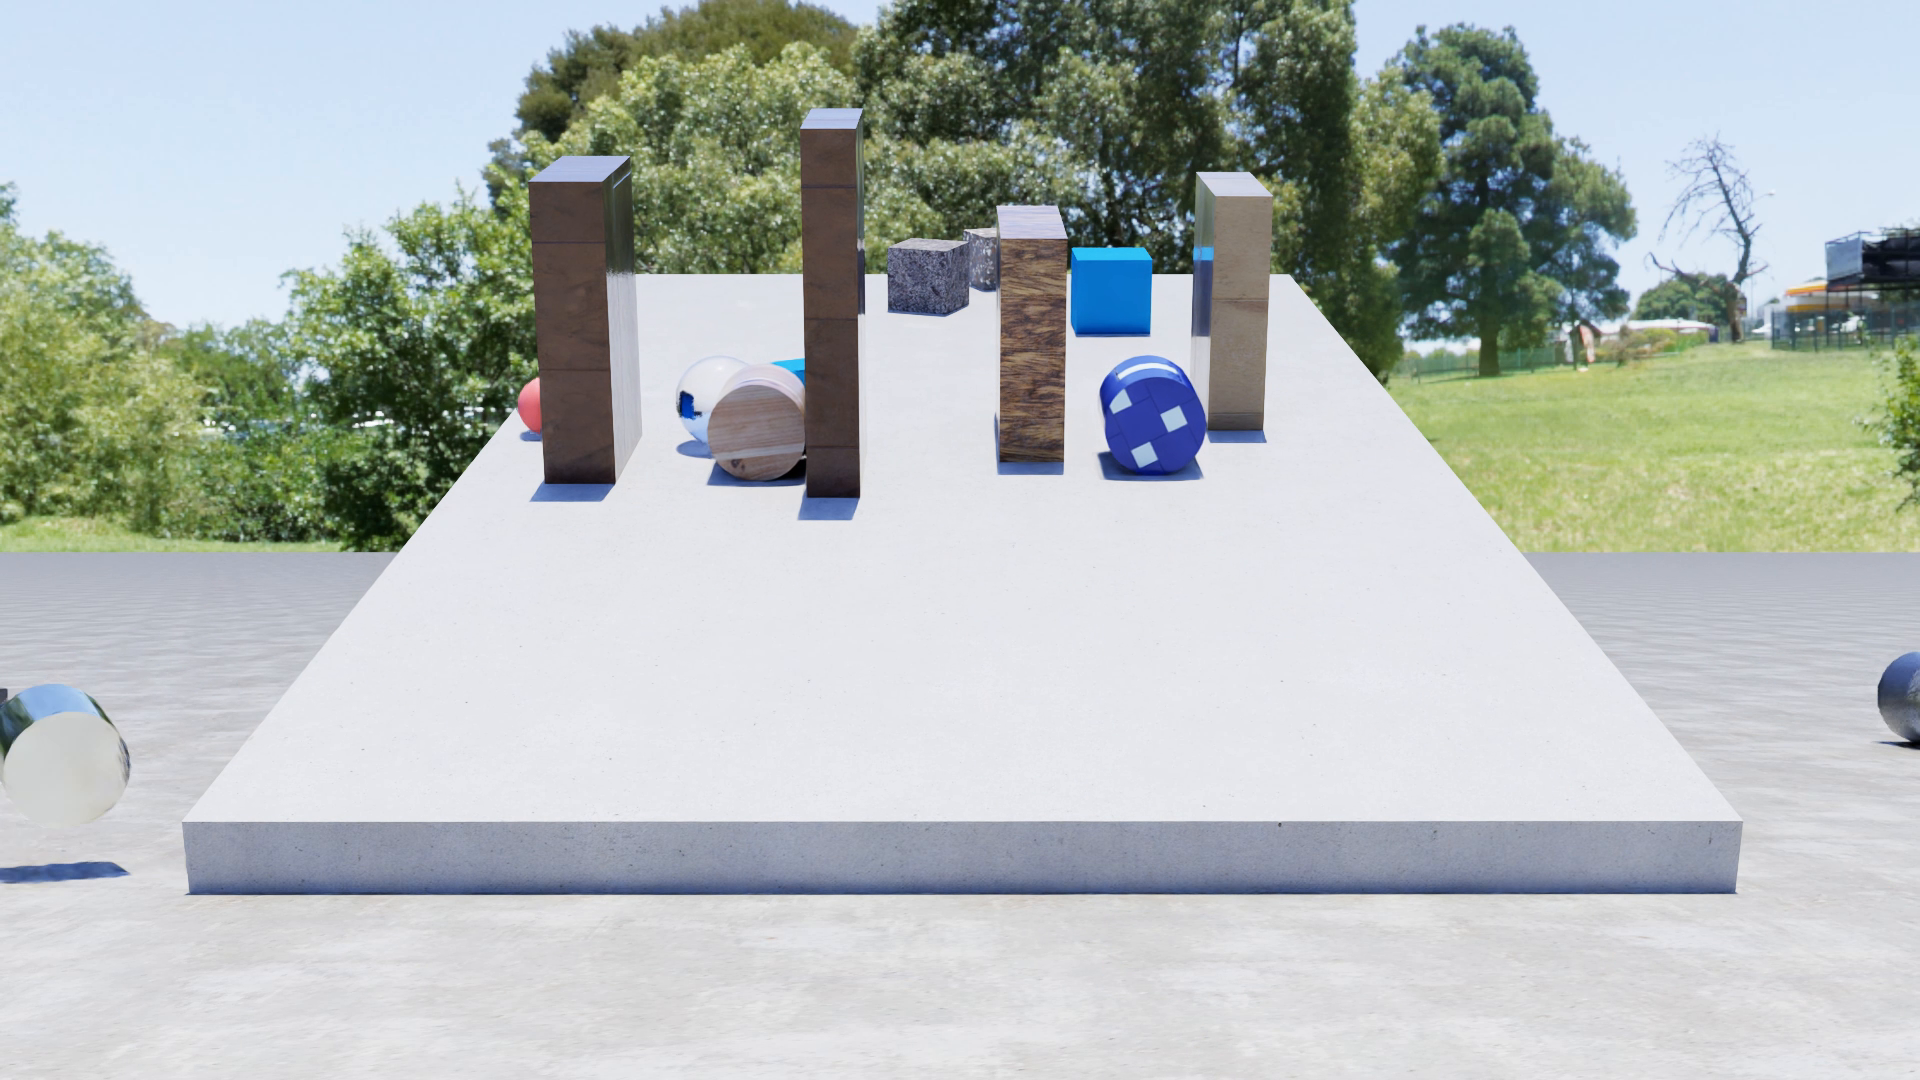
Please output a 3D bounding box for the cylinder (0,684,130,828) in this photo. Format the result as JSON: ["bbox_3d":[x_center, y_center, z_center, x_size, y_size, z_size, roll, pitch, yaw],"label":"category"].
[{"bbox_3d":[-1.233,0.293,3.034,0.160,0.160,0.160,0,10,-31],"label":"cylinder"}]

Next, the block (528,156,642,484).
[{"bbox_3d":[-0.753,-0.454,4.499,0.141,0.597,0.392,0,17,0],"label":"block"}]

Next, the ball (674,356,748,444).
[{"bbox_3d":[-0.503,-0.292,4.667,0.191,0.191,0.191,0,0,0],"label":"ball"}]

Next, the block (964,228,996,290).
[{"bbox_3d":[0.111,-0.824,6.489,0.154,0.154,0.154,-7,18,-23],"label":"block"}]

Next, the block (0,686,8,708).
[{"bbox_3d":[-2.292,0.403,5.163,0.117,0.117,0.117,0,0,-35],"label":"block"}]

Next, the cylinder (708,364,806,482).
[{"bbox_3d":[-0.402,-0.239,4.481,0.197,0.197,0.197,0,17,0],"label":"cylinder"}]

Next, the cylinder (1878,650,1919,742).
[{"bbox_3d":[2.200,0.357,4.960,0.210,0.210,0.210,0,0,-2],"label":"cylinder"}]

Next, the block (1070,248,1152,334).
[{"bbox_3d":[0.399,-0.661,5.883,0.195,0.195,0.195,0,17,-2],"label":"block"}]

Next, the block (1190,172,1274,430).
[{"bbox_3d":[0.598,-0.537,4.931,0.122,0.508,0.385,0,17,0],"label":"block"}]

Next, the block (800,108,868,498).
[{"bbox_3d":[-0.245,-0.472,4.367,0.103,0.708,0.353,0,17,0],"label":"block"}]

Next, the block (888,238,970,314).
[{"bbox_3d":[-0.087,-0.732,6.153,0.174,0.174,0.174,7,18,21],"label":"block"}]

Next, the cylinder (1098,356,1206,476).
[{"bbox_3d":[0.389,-0.256,4.529,0.204,0.204,0.204,0,17,-1],"label":"cylinder"}]

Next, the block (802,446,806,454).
[{"bbox_3d":[-0.319,-0.251,4.671,0.110,0.110,0.110,-8,18,-24],"label":"block"}]

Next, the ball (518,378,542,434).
[{"bbox_3d":[-0.888,-0.288,4.768,0.124,0.124,0.124,0,0,0],"label":"ball"}]

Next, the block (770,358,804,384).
[{"bbox_3d":[-0.355,-0.341,4.974,0.107,0.107,0.107,-9,19,-28],"label":"block"}]

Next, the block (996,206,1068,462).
[{"bbox_3d":[0.147,-0.446,4.710,0.133,0.461,0.449,0,17,0],"label":"block"}]

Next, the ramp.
[{"bbox_3d":[-0.003,-0.171,4.771,2.000,0.100,4.000,0,17,0],"label":"ramp"}]
